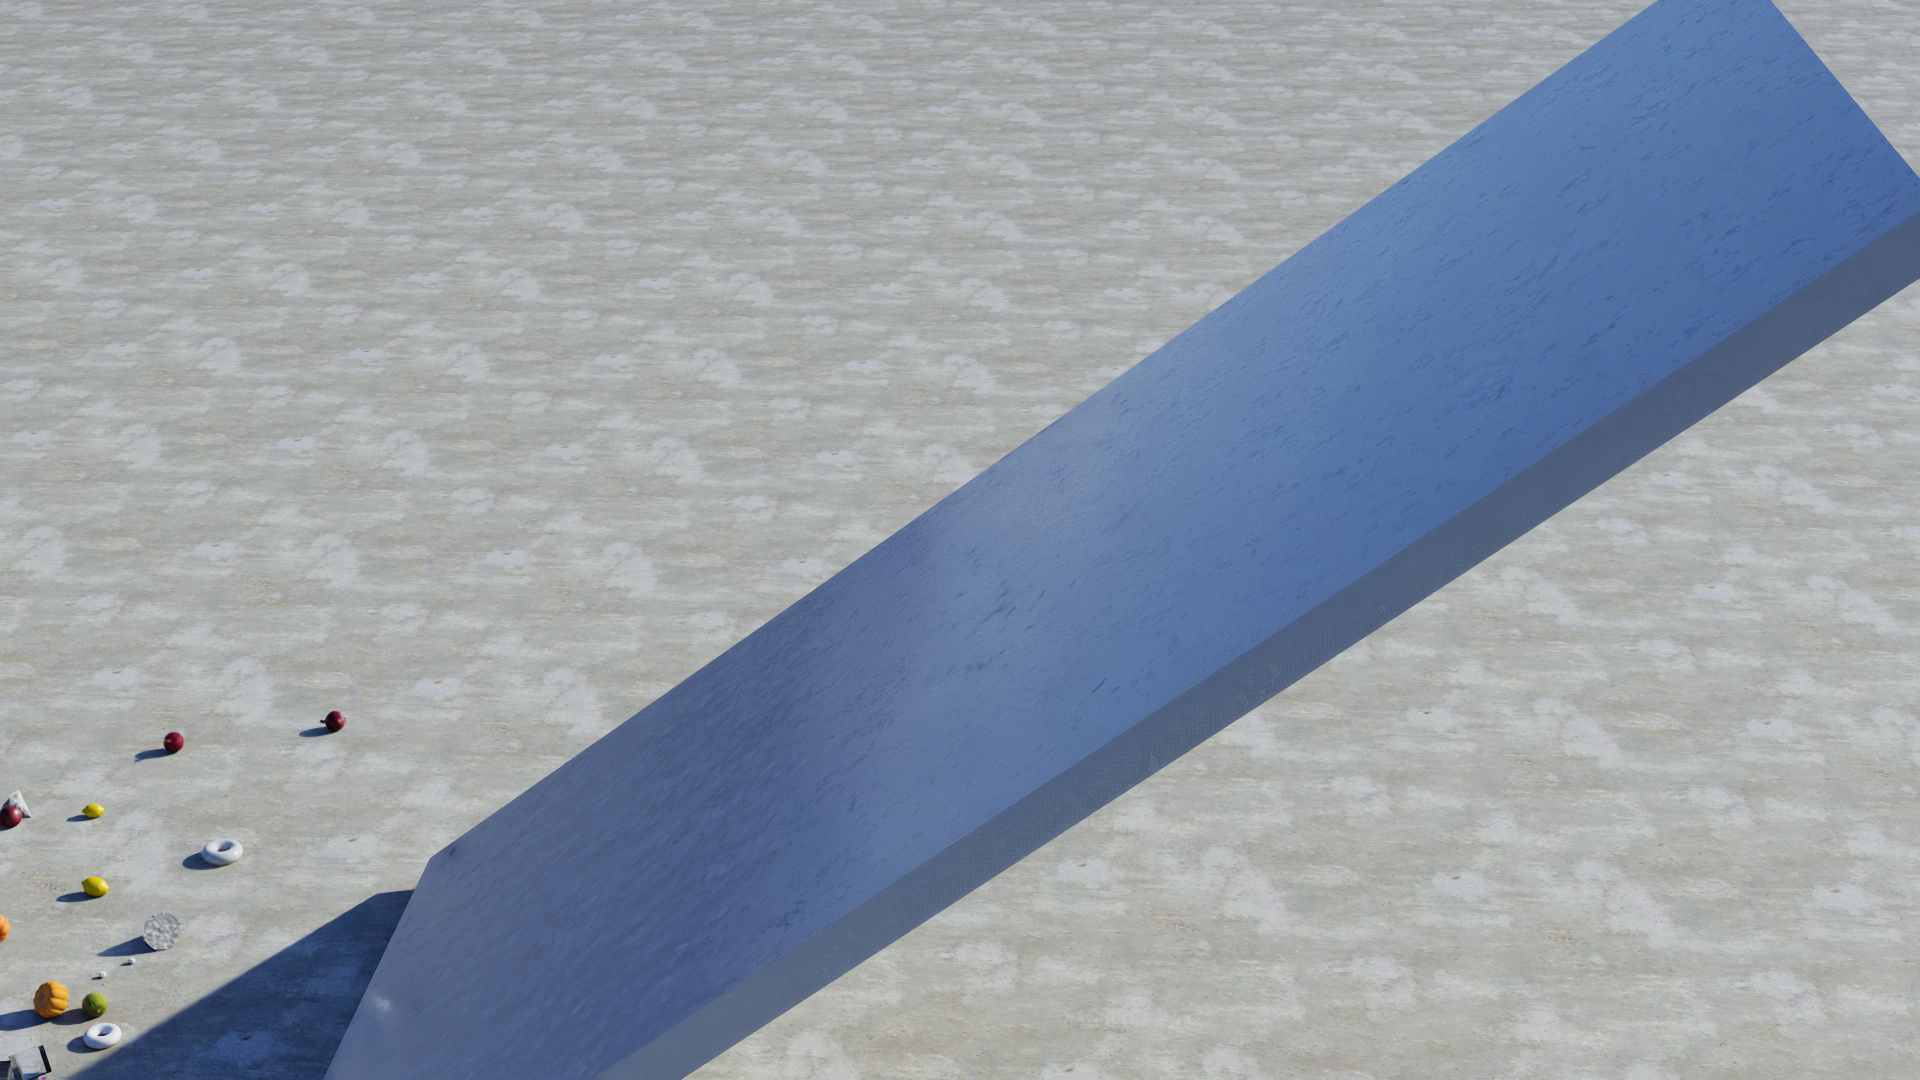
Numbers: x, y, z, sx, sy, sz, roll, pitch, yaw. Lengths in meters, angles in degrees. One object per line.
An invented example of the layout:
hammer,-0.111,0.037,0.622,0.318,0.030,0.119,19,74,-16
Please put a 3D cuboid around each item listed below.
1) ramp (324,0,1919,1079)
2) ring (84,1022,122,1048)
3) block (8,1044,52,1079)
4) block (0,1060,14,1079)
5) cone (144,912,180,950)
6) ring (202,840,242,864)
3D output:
ramp,0.127,0.181,6.327,4.000,0.100,2.000,-35,16,17
ring,-2.079,1.202,7.131,0.089,0.030,0.089,0,24,0
block,-2.202,1.240,6.962,0.067,0.067,0.067,-18,0,-37
block,-2.265,1.275,6.901,0.073,0.073,0.073,-4,23,-9
cone,-2.068,1.008,7.572,0.097,0.097,0.097,-15,1,-32
ring,-1.999,0.845,7.968,0.109,0.036,0.109,1,23,0
